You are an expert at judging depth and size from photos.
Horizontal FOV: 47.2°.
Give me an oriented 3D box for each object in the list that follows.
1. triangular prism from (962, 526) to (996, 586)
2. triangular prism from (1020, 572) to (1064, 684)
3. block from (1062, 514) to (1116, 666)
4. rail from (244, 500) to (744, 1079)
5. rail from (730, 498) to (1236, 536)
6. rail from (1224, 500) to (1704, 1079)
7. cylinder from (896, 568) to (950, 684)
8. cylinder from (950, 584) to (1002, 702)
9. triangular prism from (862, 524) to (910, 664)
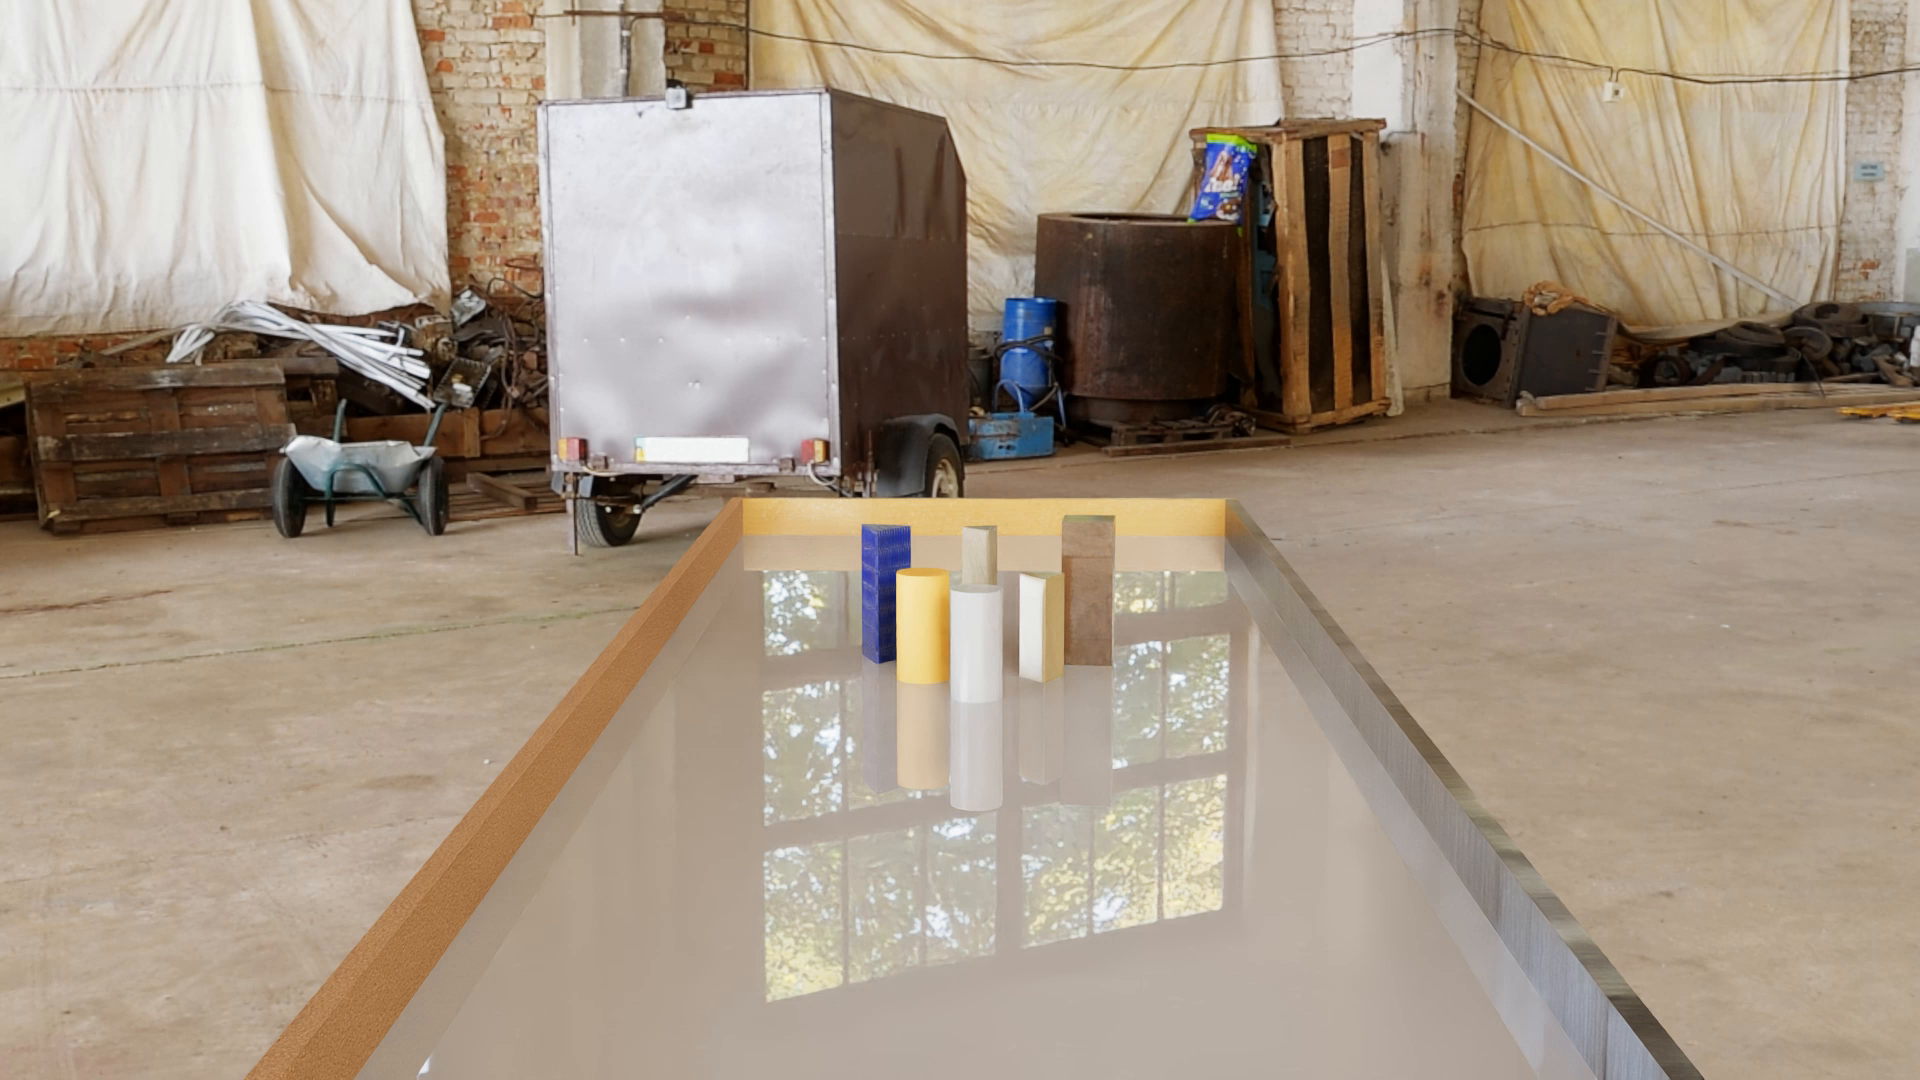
[{"bbox_3d":[0.079,0.160,6.700,0.093,0.406,0.108,-9,12,-43],"label":"triangular prism"},{"bbox_3d":[0.258,0.252,6.443,0.111,0.306,0.128,-5,10,-31],"label":"triangular prism"},{"bbox_3d":[0.389,0.151,6.667,0.153,0.436,0.153,1,9,7],"label":"block"},{"bbox_3d":[-1.004,0.839,3.234,0.050,0.150,12.000,0,9,1],"label":"rail"},{"bbox_3d":[0.099,-0.098,9.147,2.100,0.150,0.050,0,9,1],"label":"rail"},{"bbox_3d":[1.046,0.843,3.208,0.050,0.150,12.000,0,9,1],"label":"rail"},{"bbox_3d":[-0.108,0.249,6.429,0.155,0.316,0.155,0,9,0],"label":"cylinder"},{"bbox_3d":[0.047,0.290,6.188,0.148,0.311,0.148,0,9,0],"label":"cylinder"},{"bbox_3d":[-0.250,0.158,6.716,0.131,0.406,0.152,8,12,41],"label":"triangular prism"}]
